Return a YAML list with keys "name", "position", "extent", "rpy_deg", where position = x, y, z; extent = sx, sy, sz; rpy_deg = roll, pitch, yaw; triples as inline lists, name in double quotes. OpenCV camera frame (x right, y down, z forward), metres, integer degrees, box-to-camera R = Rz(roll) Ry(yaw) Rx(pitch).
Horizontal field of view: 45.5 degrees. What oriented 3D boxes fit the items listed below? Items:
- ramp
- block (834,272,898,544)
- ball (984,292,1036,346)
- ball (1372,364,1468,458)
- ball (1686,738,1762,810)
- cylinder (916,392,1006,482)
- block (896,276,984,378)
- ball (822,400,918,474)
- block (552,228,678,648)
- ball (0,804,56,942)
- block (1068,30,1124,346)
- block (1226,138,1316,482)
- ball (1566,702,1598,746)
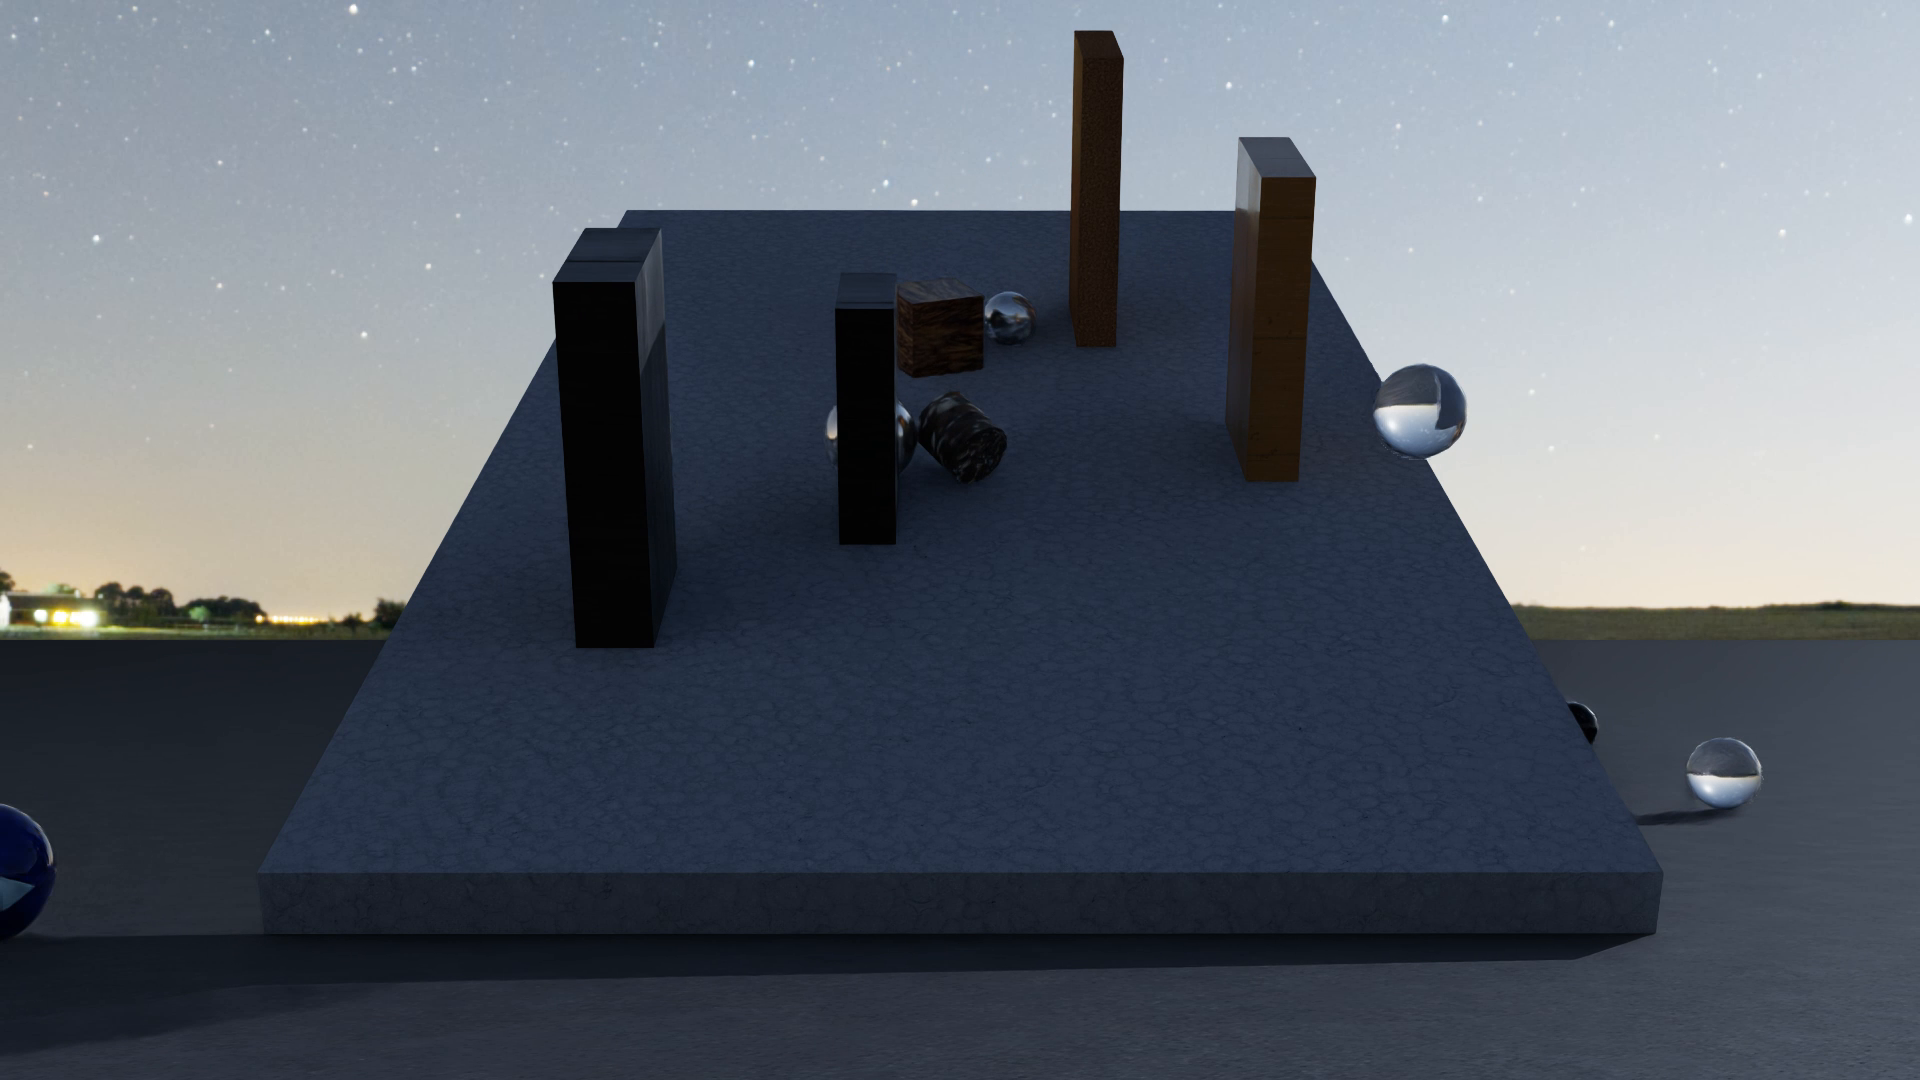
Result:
- name: "ramp"
  position: [-0.006, -0.219, 5.135]
  extent: [2.000, 0.100, 4.000]
  rpy_deg: [0, 22, 0]
- name: "block"
  position: [-0.178, -0.257, 4.456]
  extent: [0.109, 0.471, 0.255]
  rpy_deg: [0, 22, 0]
- name: "ball"
  position: [0.120, -0.546, 5.645]
  extent: [0.131, 0.131, 0.131]
  rpy_deg: [0, -2, 0]
- name: "ball"
  position: [0.980, -0.275, 4.875]
  extent: [0.200, 0.200, 0.200]
  rpy_deg: [0, -2, 0]
- name: "ball"
  position: [1.873, 0.572, 5.617]
  extent: [0.177, 0.177, 0.177]
  rpy_deg: [0, -2, 0]
- name: "cylinder"
  position: [0.002, -0.213, 4.749]
  extent: [0.137, 0.137, 0.137]
  rpy_deg: [3, 33, -47]
- name: "block"
  position: [-0.064, -0.510, 5.484]
  extent: [0.182, 0.182, 0.182]
  rpy_deg: [-9, 23, -22]
- name: "ball"
  position: [-0.185, -0.211, 4.715]
  extent: [0.195, 0.195, 0.195]
  rpy_deg: [0, -2, 0]
- name: "block"
  position: [-0.598, -0.184, 4.022]
  extent: [0.135, 0.654, 0.364]
  rpy_deg: [0, 22, 0]
- name: "ball"
  position: [-1.355, 0.461, 3.165]
  extent: [0.199, 0.199, 0.199]
  rpy_deg: [0, -2, 0]
- name: "block"
  position: [0.336, -0.879, 5.706]
  extent: [0.097, 0.706, 0.404]
  rpy_deg: [0, 22, 0]
- name: "block"
  position: [0.648, -0.490, 4.819]
  extent: [0.109, 0.639, 0.386]
  rpy_deg: [0, 22, 0]
- name: "ball"
  position: [2.221, 0.679, 8.315]
  extent: [0.184, 0.184, 0.184]
  rpy_deg: [0, -2, 0]
